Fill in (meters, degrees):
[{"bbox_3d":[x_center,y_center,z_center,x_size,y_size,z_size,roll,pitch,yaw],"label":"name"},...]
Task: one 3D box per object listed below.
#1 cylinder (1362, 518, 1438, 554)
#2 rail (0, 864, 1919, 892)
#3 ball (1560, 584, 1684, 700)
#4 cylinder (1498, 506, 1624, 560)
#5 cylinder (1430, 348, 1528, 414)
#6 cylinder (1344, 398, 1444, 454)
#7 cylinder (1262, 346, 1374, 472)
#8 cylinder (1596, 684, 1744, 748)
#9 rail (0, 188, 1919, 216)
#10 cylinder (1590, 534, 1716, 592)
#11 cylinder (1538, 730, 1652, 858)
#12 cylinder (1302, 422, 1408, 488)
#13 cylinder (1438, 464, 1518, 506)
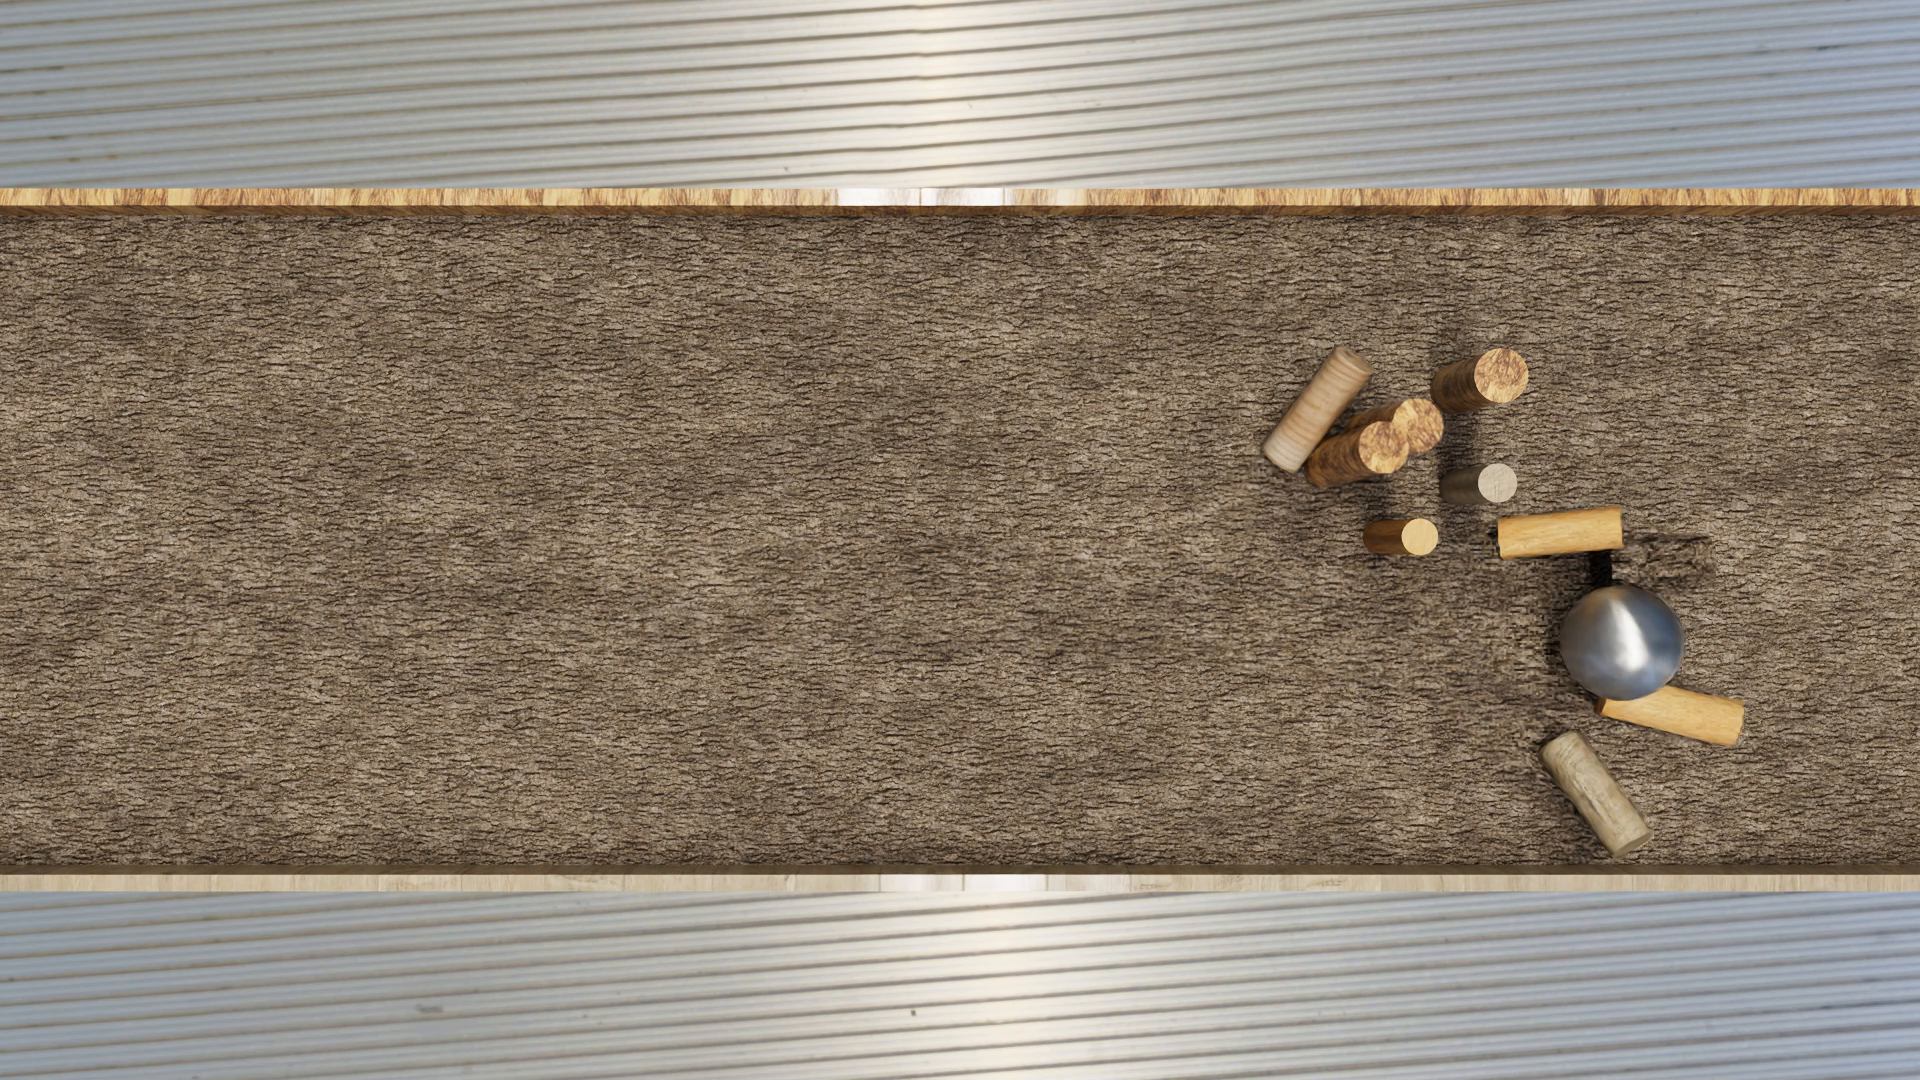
[{"bbox_3d":[1.290,-0.009,4.851,0.102,0.450,0.102,0,90,0],"label":"cylinder"},{"bbox_3d":[-2.247,1.025,5.001,12.000,0.150,0.050,0,90,0],"label":"rail"},{"bbox_3d":[1.937,0.301,4.833,0.339,0.339,0.339,0,90,0],"label":"ball"},{"bbox_3d":[1.802,-0.020,4.955,0.344,0.123,0.123,-6,90,22],"label":"cylinder"},{"bbox_3d":[1.522,-0.462,4.856,0.153,0.440,0.153,0,90,0],"label":"cylinder"},{"bbox_3d":[1.280,-0.322,4.888,0.154,0.357,0.154,0,88,-9],"label":"cylinder"},{"bbox_3d":[1.067,-0.388,4.936,0.130,0.130,0.378,34,116,0],"label":"cylinder"},{"bbox_3d":[2.137,0.509,4.973,0.383,0.137,0.137,14,90,10],"label":"cylinder"},{"bbox_3d":[-2.247,-1.025,5.002,12.000,0.150,0.050,0,90,0],"label":"rail"},{"bbox_3d":[2.093,0.073,4.990,0.311,0.162,0.162,-4,90,-2],"label":"cylinder"},{"bbox_3d":[1.895,0.757,4.925,0.137,0.137,0.364,-29,60,0],"label":"cylinder"},{"bbox_3d":[1.155,-0.247,4.844,0.148,0.448,0.148,0,87,-8],"label":"cylinder"},{"bbox_3d":[1.530,-0.162,4.884,0.111,0.384,0.111,0,90,0],"label":"cylinder"}]
